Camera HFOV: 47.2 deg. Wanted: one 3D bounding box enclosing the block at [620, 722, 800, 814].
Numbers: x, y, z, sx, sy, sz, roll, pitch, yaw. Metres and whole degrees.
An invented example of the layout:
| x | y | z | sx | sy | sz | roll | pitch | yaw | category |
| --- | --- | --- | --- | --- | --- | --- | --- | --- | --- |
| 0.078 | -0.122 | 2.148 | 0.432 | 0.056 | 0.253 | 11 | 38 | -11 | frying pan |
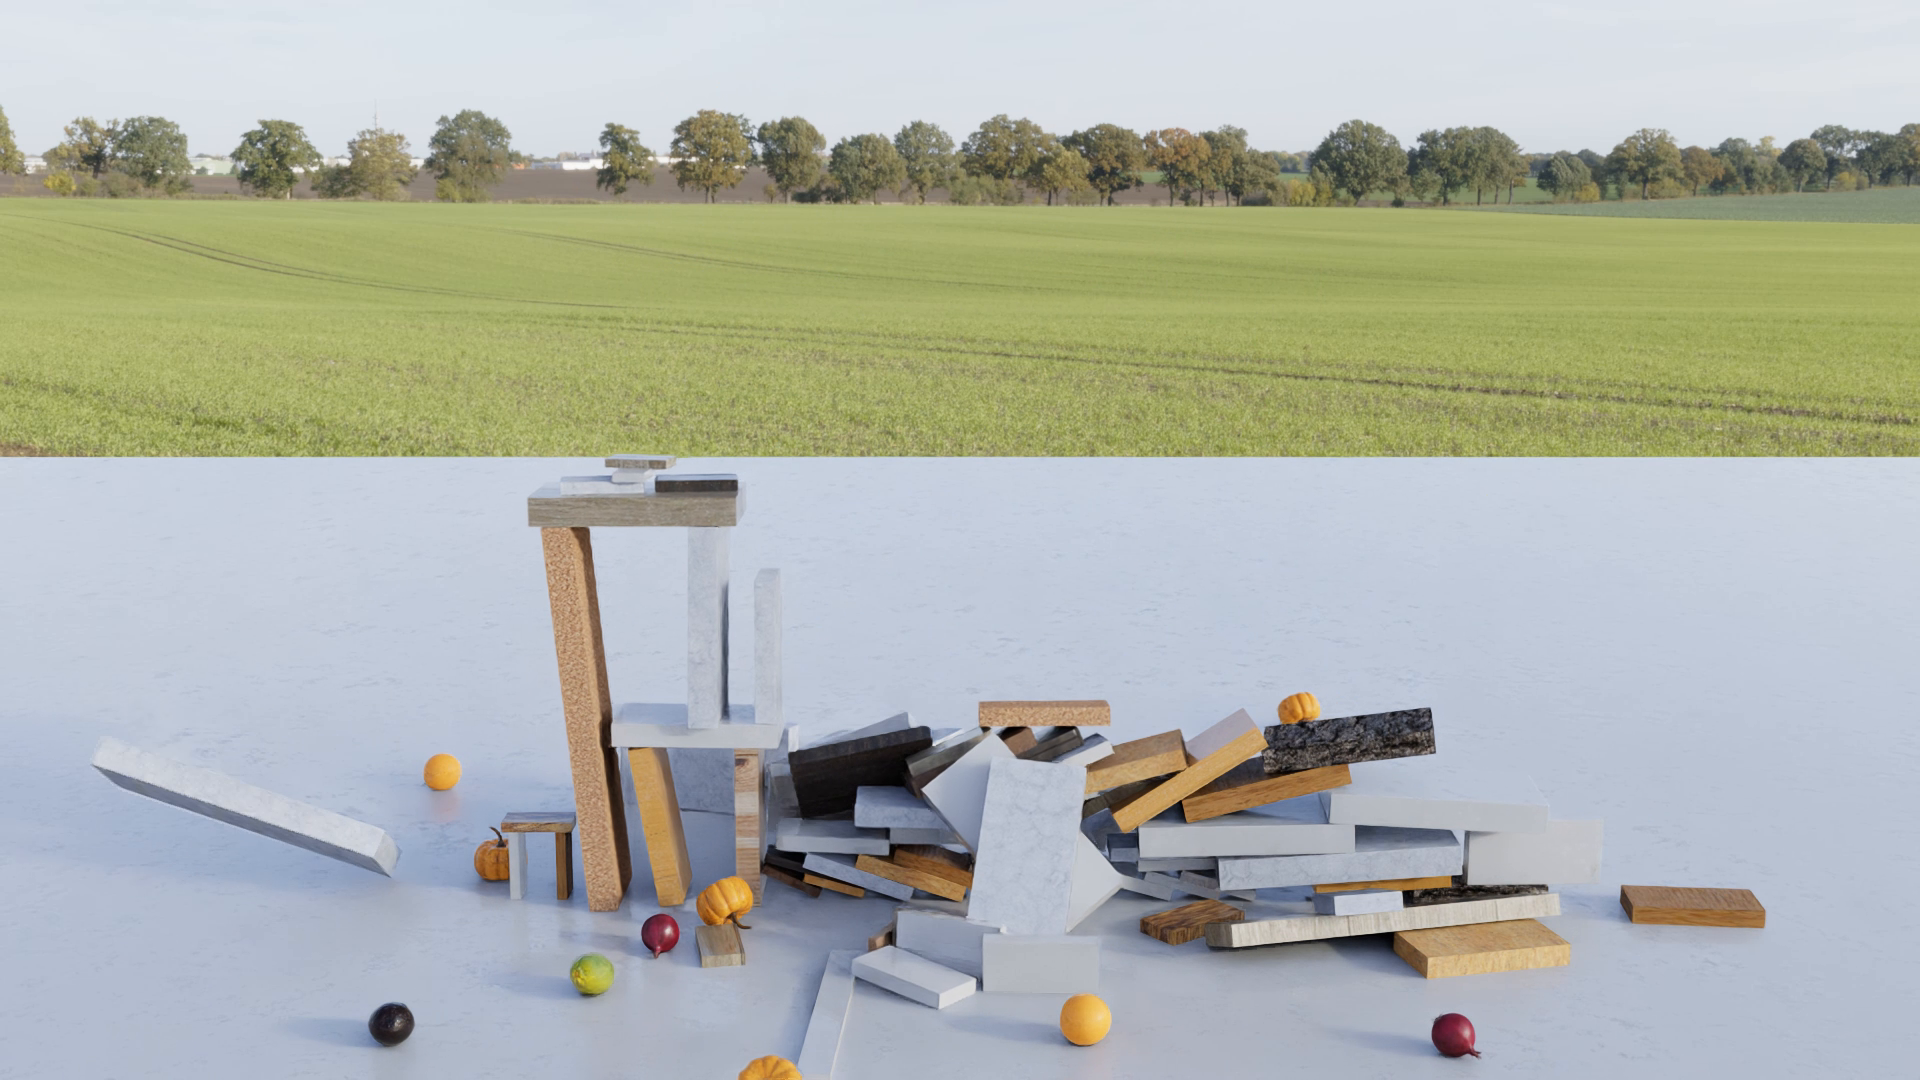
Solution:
| x | y | z | sx | sy | sz | roll | pitch | yaw | category |
| --- | --- | --- | --- | --- | --- | --- | --- | --- | --- |
| -0.470 | 0.418 | 4.119 | 0.342 | 0.171 | 0.048 | 4 | 6 | 19 | block |

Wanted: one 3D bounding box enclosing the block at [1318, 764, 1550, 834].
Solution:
| x | y | z | sx | sy | sz | roll | pitch | yaw | category |
| --- | --- | --- | --- | --- | --- | --- | --- | --- | --- |
| 0.774 | 0.424 | 3.615 | 0.347 | 0.049 | 0.173 | 3 | 11 | 3 | block |

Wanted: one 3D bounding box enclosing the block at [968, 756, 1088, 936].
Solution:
| x | y | z | sx | sy | sz | roll | pitch | yaw | category |
| --- | --- | --- | --- | --- | --- | --- | --- | --- | --- |
| 0.104 | 0.493 | 3.419 | 0.150 | 0.301 | 0.043 | 6 | -24 | 8 | block |

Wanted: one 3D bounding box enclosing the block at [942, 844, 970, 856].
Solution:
| x | y | z | sx | sy | sz | roll | pitch | yaw | category |
| --- | --- | --- | --- | --- | --- | --- | --- | --- | --- |
| 0.026 | 0.546 | 3.866 | 0.103 | 0.015 | 0.051 | -4 | 11 | -20 | block |

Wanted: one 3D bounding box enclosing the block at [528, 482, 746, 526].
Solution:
| x | y | z | sx | sy | sz | roll | pitch | yaw | category |
| --- | --- | --- | --- | --- | --- | --- | --- | --- | --- |
| -0.516 | -0.059 | 3.543 | 0.329 | 0.047 | 0.164 | 0 | 11 | 0 | block |

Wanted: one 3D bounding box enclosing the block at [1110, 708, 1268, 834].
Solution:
| x | y | z | sx | sy | sz | roll | pitch | yaw | category |
| --- | --- | --- | --- | --- | --- | --- | --- | --- | --- |
| 0.371 | 0.379 | 3.629 | 0.274 | 0.039 | 0.137 | -32 | 8 | 3 | block |

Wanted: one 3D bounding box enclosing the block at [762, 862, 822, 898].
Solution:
| x | y | z | sx | sy | sz | roll | pitch | yaw | category |
| --- | --- | --- | --- | --- | --- | --- | --- | --- | --- |
| -0.278 | 0.561 | 3.666 | 0.103 | 0.015 | 0.051 | 25 | 9 | -5 | block |

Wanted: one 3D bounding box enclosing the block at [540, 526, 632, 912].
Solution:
| x | y | z | sx | sy | sz | roll | pitch | yaw | category |
| --- | --- | --- | --- | --- | --- | --- | --- | --- | --- |
| -0.610 | 0.278 | 3.606 | 0.047 | 0.636 | 0.164 | -5 | 10 | 1 | block |

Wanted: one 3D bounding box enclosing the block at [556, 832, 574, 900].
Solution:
| x | y | z | sx | sy | sz | roll | pitch | yaw | category |
| --- | --- | --- | --- | --- | --- | --- | --- | --- | --- |
| -0.658 | 0.533 | 3.658 | 0.016 | 0.116 | 0.058 | 0 | 11 | 0 | block |

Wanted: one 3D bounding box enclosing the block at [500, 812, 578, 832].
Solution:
| x | y | z | sx | sy | sz | roll | pitch | yaw | category |
| --- | --- | --- | --- | --- | --- | --- | --- | --- | --- |
| -0.697 | 0.468 | 3.646 | 0.116 | 0.016 | 0.058 | 0 | 11 | 0 | block |

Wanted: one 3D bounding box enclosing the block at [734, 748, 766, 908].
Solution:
| x | y | z | sx | sy | sz | roll | pitch | yaw | category |
| --- | --- | --- | --- | --- | --- | --- | --- | --- | --- |
| -0.347 | 0.457 | 3.646 | 0.038 | 0.269 | 0.135 | 0 | 11 | -1 | block |

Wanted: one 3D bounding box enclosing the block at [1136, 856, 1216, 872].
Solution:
| x | y | z | sx | sy | sz | roll | pitch | yaw | category |
| --- | --- | --- | --- | --- | --- | --- | --- | --- | --- |
| 0.357 | 0.529 | 3.649 | 0.128 | 0.018 | 0.064 | -2 | 11 | 0 | block |

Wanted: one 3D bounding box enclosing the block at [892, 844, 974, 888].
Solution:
| x | y | z | sx | sy | sz | roll | pitch | yaw | category |
| --- | --- | --- | --- | --- | --- | --- | --- | --- | --- |
| -0.026 | 0.540 | 3.668 | 0.167 | 0.024 | 0.084 | 19 | 10 | 0 | block |

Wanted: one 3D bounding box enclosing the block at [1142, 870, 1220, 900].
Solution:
| x | y | z | sx | sy | sz | roll | pitch | yaw | category |
| --- | --- | --- | --- | --- | --- | --- | --- | --- | --- |
| 0.367 | 0.565 | 3.660 | 0.128 | 0.018 | 0.064 | 16 | 10 | -2 | block |

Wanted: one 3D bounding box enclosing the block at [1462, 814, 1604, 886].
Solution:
| x | y | z | sx | sy | sz | roll | pitch | yaw | category |
| --- | --- | --- | --- | --- | --- | --- | --- | --- | --- |
| 0.944 | 0.510 | 3.625 | 0.221 | 0.110 | 0.031 | 0 | 11 | -2 | block |

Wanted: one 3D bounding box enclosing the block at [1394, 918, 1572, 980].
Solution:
| x | y | z | sx | sy | sz | roll | pitch | yaw | category |
| --- | --- | --- | --- | --- | --- | --- | --- | --- | --- |
| 0.801 | 0.627 | 3.380 | 0.237 | 0.034 | 0.118 | -3 | 11 | -14 | block |

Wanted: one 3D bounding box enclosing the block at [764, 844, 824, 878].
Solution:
| x | y | z | sx | sy | sz | roll | pitch | yaw | category |
| --- | --- | --- | --- | --- | --- | --- | --- | --- | --- |
| -0.273 | 0.535 | 3.667 | 0.103 | 0.015 | 0.051 | 16 | 10 | -2 | block |

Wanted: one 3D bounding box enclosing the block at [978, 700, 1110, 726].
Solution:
| x | y | z | sx | sy | sz | roll | pitch | yaw | category |
| --- | --- | --- | --- | --- | --- | --- | --- | --- | --- |
| 0.139 | 0.288 | 3.660 | 0.215 | 0.030 | 0.108 | 0 | 2 | -1 | block |

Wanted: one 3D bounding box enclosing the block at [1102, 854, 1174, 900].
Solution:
| x | y | z | sx | sy | sz | roll | pitch | yaw | category |
| --- | --- | --- | --- | --- | --- | --- | --- | --- | --- |
| 0.274 | 0.558 | 3.668 | 0.158 | 0.022 | 0.079 | 15 | 10 | -2 | block |

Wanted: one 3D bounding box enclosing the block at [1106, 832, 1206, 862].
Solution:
| x | y | z | sx | sy | sz | roll | pitch | yaw | category |
| --- | --- | --- | --- | --- | --- | --- | --- | --- | --- |
| 0.326 | 0.508 | 3.655 | 0.157 | 0.022 | 0.079 | -2 | 11 | -1 | block |

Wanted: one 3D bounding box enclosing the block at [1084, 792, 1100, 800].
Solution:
| x | y | z | sx | sy | sz | roll | pitch | yaw | category |
| --- | --- | --- | --- | --- | --- | --- | --- | --- | --- |
| 0.149 | 0.423 | 3.655 | 0.161 | 0.023 | 0.081 | -14 | 10 | 3 | block |

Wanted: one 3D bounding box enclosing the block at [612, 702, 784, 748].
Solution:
| x | y | z | sx | sy | sz | roll | pitch | yaw | category |
| --- | --- | --- | --- | --- | --- | --- | --- | --- | --- |
| -0.428 | 0.305 | 3.617 | 0.269 | 0.038 | 0.135 | 1 | 11 | 0 | block |

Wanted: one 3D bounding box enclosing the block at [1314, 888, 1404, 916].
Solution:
| x | y | z | sx | sy | sz | roll | pitch | yaw | category |
| --- | --- | --- | --- | --- | --- | --- | --- | --- | --- |
| 0.618 | 0.563 | 3.425 | 0.103 | 0.029 | 0.206 | -5 | -8 | 0 | block |

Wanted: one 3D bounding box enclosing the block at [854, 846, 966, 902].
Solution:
| x | y | z | sx | sy | sz | roll | pitch | yaw | category |
| --- | --- | --- | --- | --- | --- | --- | --- | --- | --- |
| -0.081 | 0.548 | 3.666 | 0.185 | 0.026 | 0.093 | 18 | 10 | -3 | block |

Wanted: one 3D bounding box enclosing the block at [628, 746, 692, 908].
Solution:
| x | y | z | sx | sy | sz | roll | pitch | yaw | category |
| --- | --- | --- | --- | --- | --- | --- | --- | --- | --- |
| -0.496 | 0.456 | 3.646 | 0.038 | 0.269 | 0.135 | -10 | 10 | 2 | block |

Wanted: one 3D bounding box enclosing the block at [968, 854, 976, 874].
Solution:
| x | y | z | sx | sy | sz | roll | pitch | yaw | category |
| --- | --- | --- | --- | --- | --- | --- | --- | --- | --- |
| 0.098 | 0.553 | 3.670 | 0.167 | 0.024 | 0.084 | 17 | 10 | -2 | block |

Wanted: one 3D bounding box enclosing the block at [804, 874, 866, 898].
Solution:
| x | y | z | sx | sy | sz | roll | pitch | yaw | category |
| --- | --- | --- | --- | --- | --- | --- | --- | --- | --- |
| -0.209 | 0.569 | 3.670 | 0.103 | 0.015 | 0.051 | 15 | 10 | -3 | block |

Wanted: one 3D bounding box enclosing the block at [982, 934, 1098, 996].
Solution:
| x | y | z | sx | sy | sz | roll | pitch | yaw | category |
| --- | --- | --- | --- | --- | --- | --- | --- | --- | --- |
| 0.119 | 0.625 | 3.240 | 0.169 | 0.085 | 0.024 | 1 | 19 | 4 | block |

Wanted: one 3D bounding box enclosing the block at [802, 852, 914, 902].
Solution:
| x | y | z | sx | sy | sz | roll | pitch | yaw | category |
| --- | --- | --- | --- | --- | --- | --- | --- | --- | --- |
| -0.167 | 0.547 | 3.666 | 0.185 | 0.026 | 0.093 | 19 | 10 | -3 | block |

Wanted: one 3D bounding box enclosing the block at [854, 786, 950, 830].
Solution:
| x | y | z | sx | sy | sz | roll | pitch | yaw | category |
| --- | --- | --- | --- | --- | --- | --- | --- | --- | --- |
| -0.051 | 0.440 | 3.615 | 0.239 | 0.034 | 0.119 | 2 | 10 | -1 | block |

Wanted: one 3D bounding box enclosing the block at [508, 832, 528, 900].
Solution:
| x | y | z | sx | sy | sz | roll | pitch | yaw | category |
| --- | --- | --- | --- | --- | --- | --- | --- | --- | --- |
| -0.736 | 0.533 | 3.658 | 0.016 | 0.116 | 0.058 | 0 | 11 | 0 | block |

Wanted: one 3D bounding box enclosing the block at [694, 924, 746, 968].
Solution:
| x | y | z | sx | sy | sz | roll | pitch | yaw | category |
| --- | --- | --- | --- | --- | --- | --- | --- | --- | --- |
| -0.373 | 0.629 | 3.410 | 0.066 | 0.019 | 0.131 | -2 | 11 | -11 | block |

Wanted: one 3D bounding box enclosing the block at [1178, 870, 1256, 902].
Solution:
| x | y | z | sx | sy | sz | roll | pitch | yaw | category |
| --- | --- | --- | --- | --- | --- | --- | --- | --- | --- |
| 0.426 | 0.564 | 3.654 | 0.128 | 0.018 | 0.064 | 16 | 10 | -2 | block |

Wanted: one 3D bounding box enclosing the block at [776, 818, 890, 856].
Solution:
| x | y | z | sx | sy | sz | roll | pitch | yaw | category |
| --- | --- | --- | --- | --- | --- | --- | --- | --- | --- |
| -0.208 | 0.493 | 3.656 | 0.185 | 0.026 | 0.093 | 2 | 11 | 1 | block |
